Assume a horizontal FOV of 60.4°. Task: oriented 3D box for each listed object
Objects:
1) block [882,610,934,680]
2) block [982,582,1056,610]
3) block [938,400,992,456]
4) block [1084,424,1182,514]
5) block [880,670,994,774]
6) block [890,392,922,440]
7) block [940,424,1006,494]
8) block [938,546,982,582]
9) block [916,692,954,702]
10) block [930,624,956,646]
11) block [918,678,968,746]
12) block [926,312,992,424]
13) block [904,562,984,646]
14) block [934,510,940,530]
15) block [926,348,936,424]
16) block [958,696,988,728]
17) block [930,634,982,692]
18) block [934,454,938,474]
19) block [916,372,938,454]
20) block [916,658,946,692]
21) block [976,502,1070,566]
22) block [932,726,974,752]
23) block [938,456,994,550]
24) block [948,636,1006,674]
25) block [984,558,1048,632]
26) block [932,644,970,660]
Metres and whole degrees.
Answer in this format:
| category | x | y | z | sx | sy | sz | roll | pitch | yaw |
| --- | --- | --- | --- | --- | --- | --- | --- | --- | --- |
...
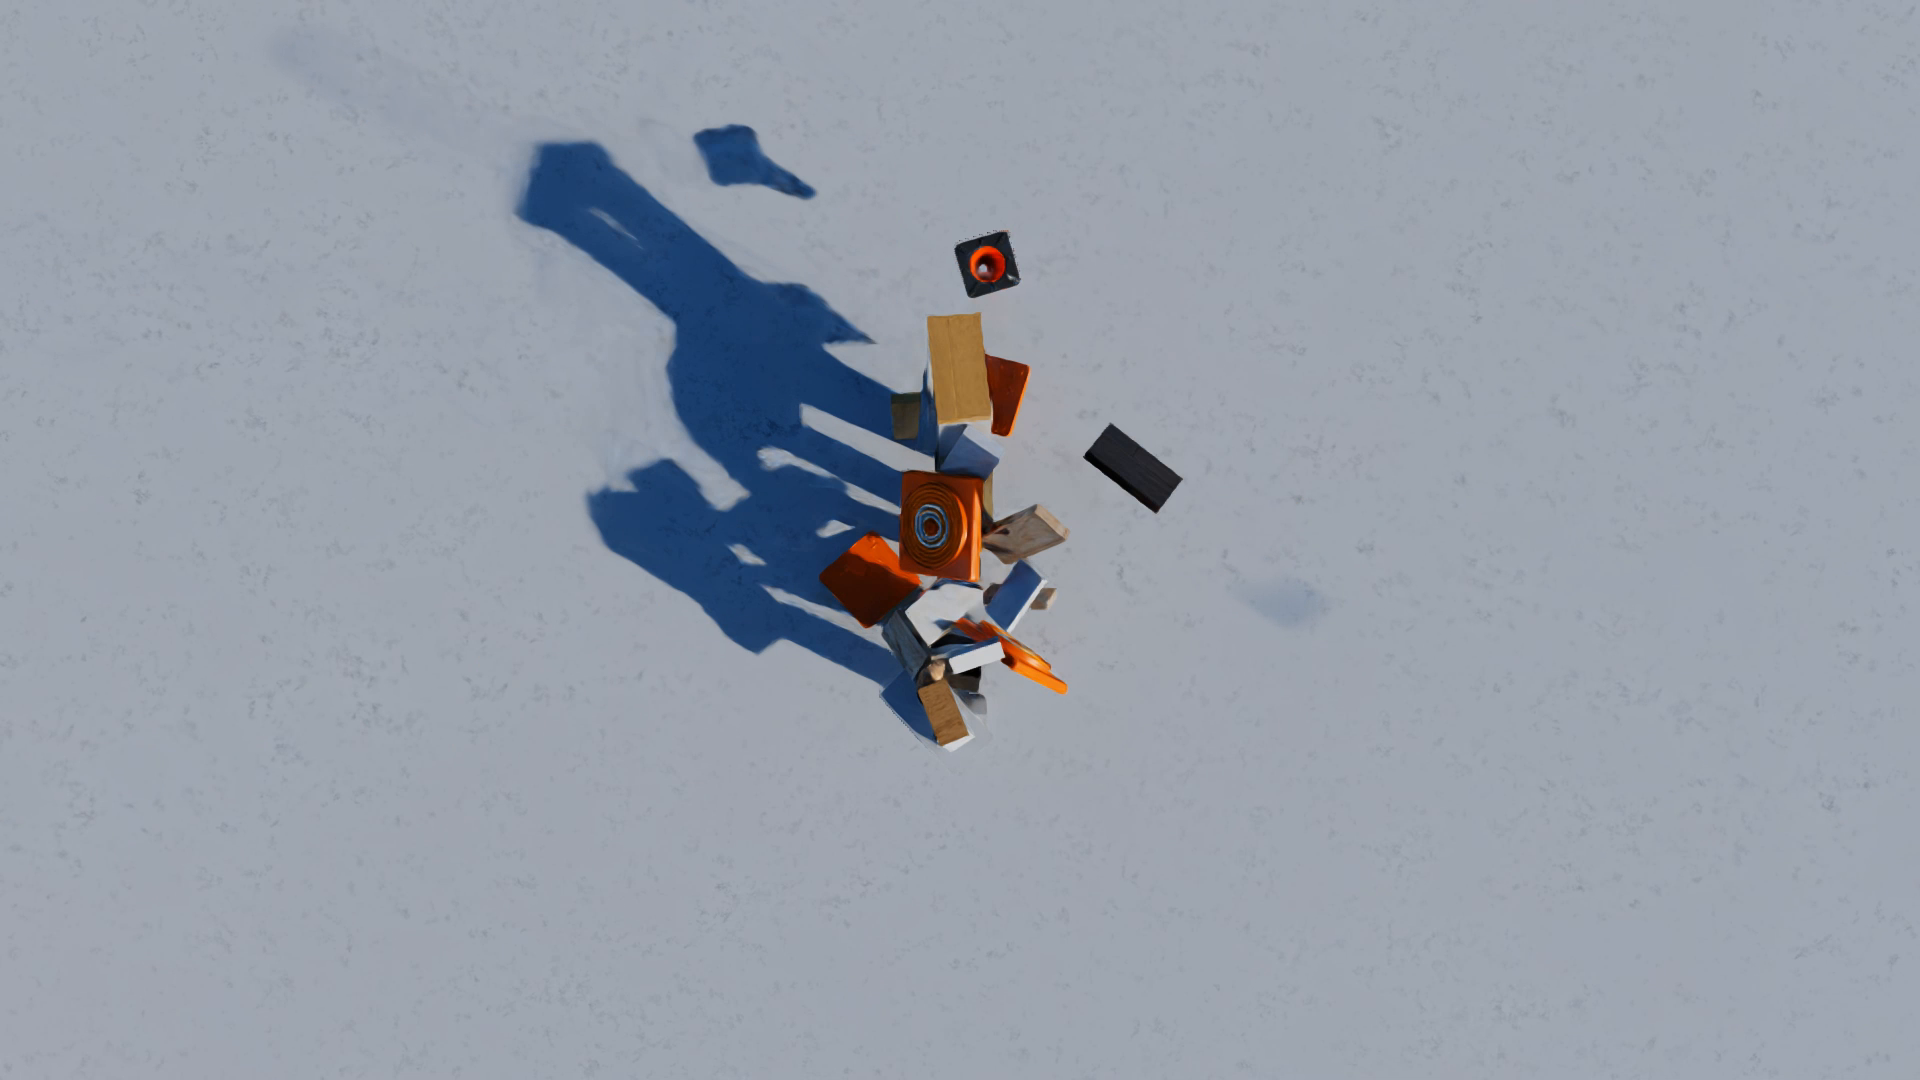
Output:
| category | x | y | z | sx | sy | sz | roll | pitch | yaw |
| --- | --- | --- | --- | --- | --- | --- | --- | --- | --- |
| block | -0.162 | 0.325 | 5.102 | 0.209 | 0.030 | 0.104 | 52 | 124 | 36 |
| block | 0.184 | 0.176 | 5.128 | 0.209 | 0.104 | 0.030 | 5 | 112 | 17 |
| block | 0.014 | -0.332 | 4.955 | 0.157 | 0.314 | 0.044 | 0 | 70 | -1 |
| block | 0.519 | -0.216 | 4.952 | 0.275 | 0.039 | 0.138 | 38 | 57 | 2 |
| block | -0.071 | 0.545 | 5.133 | 0.170 | 0.048 | 0.340 | -43 | 89 | 0 |
| block | -0.158 | -0.403 | 5.379 | 0.124 | 0.248 | 0.035 | -1 | 66 | 0 |
| block | 0.037 | -0.242 | 4.980 | 0.138 | 0.275 | 0.039 | 34 | 65 | -1 |
| block | -0.001 | 0.079 | 5.365 | 0.134 | 0.268 | 0.038 | -2 | 108 | -1 |
| block | -0.072 | 0.476 | 5.017 | 0.091 | 0.183 | 0.026 | -18 | 75 | 2 |
| block | -0.114 | 0.273 | 5.366 | 0.038 | 0.268 | 0.134 | -38 | 86 | 24 |
| block | -0.050 | 0.513 | 4.913 | 0.091 | 0.026 | 0.183 | -22 | 90 | 2 |
| block | -0.004 | -0.499 | 4.802 | 0.157 | 0.044 | 0.314 | -5 | 78 | -4 |
| block | -0.063 | 0.209 | 5.209 | 0.268 | 0.038 | 0.134 | -42 | 100 | -3 |
| block | 0.003 | -0.060 | 5.332 | 0.167 | 0.335 | 0.047 | 4 | 93 | 0 |
| block | -0.021 | -0.493 | 5.032 | 0.157 | 0.413 | 0.044 | -4 | 61 | -4 |
| block | 0.000 | 0.559 | 5.328 | 0.170 | 0.340 | 0.048 | 0 | 94 | 0 |
| block | -0.014 | 0.390 | 5.330 | 0.170 | 0.340 | 0.048 | 11 | 107 | 0 |
| block | 0.003 | -0.263 | 5.331 | 0.167 | 0.335 | 0.047 | -1 | 101 | 0 |
| block | -0.066 | -0.401 | 5.237 | 0.124 | 0.035 | 0.248 | 6 | 81 | -2 |
| block | -0.089 | 0.417 | 5.022 | 0.081 | 0.162 | 0.023 | -33 | 72 | -19 |
| block | 0.190 | -0.015 | 5.003 | 0.138 | 0.275 | 0.039 | 41 | 52 | -22 |
| block | -0.017 | 0.595 | 5.016 | 0.091 | 0.183 | 0.026 | -34 | 68 | 1 |
| block | 0.018 | -0.141 | 5.138 | 0.167 | 0.047 | 0.335 | -2 | 91 | 0 |
| block | 0.048 | 0.347 | 4.951 | 0.162 | 0.081 | 0.023 | -19 | 48 | 0 |
| block | 0.170 | 0.168 | 5.037 | 0.104 | 0.030 | 0.209 | 45 | 113 | 27 |
| block | -0.051 | 0.345 | 5.067 | 0.162 | 0.081 | 0.023 | -18 | 74 | 43 |
